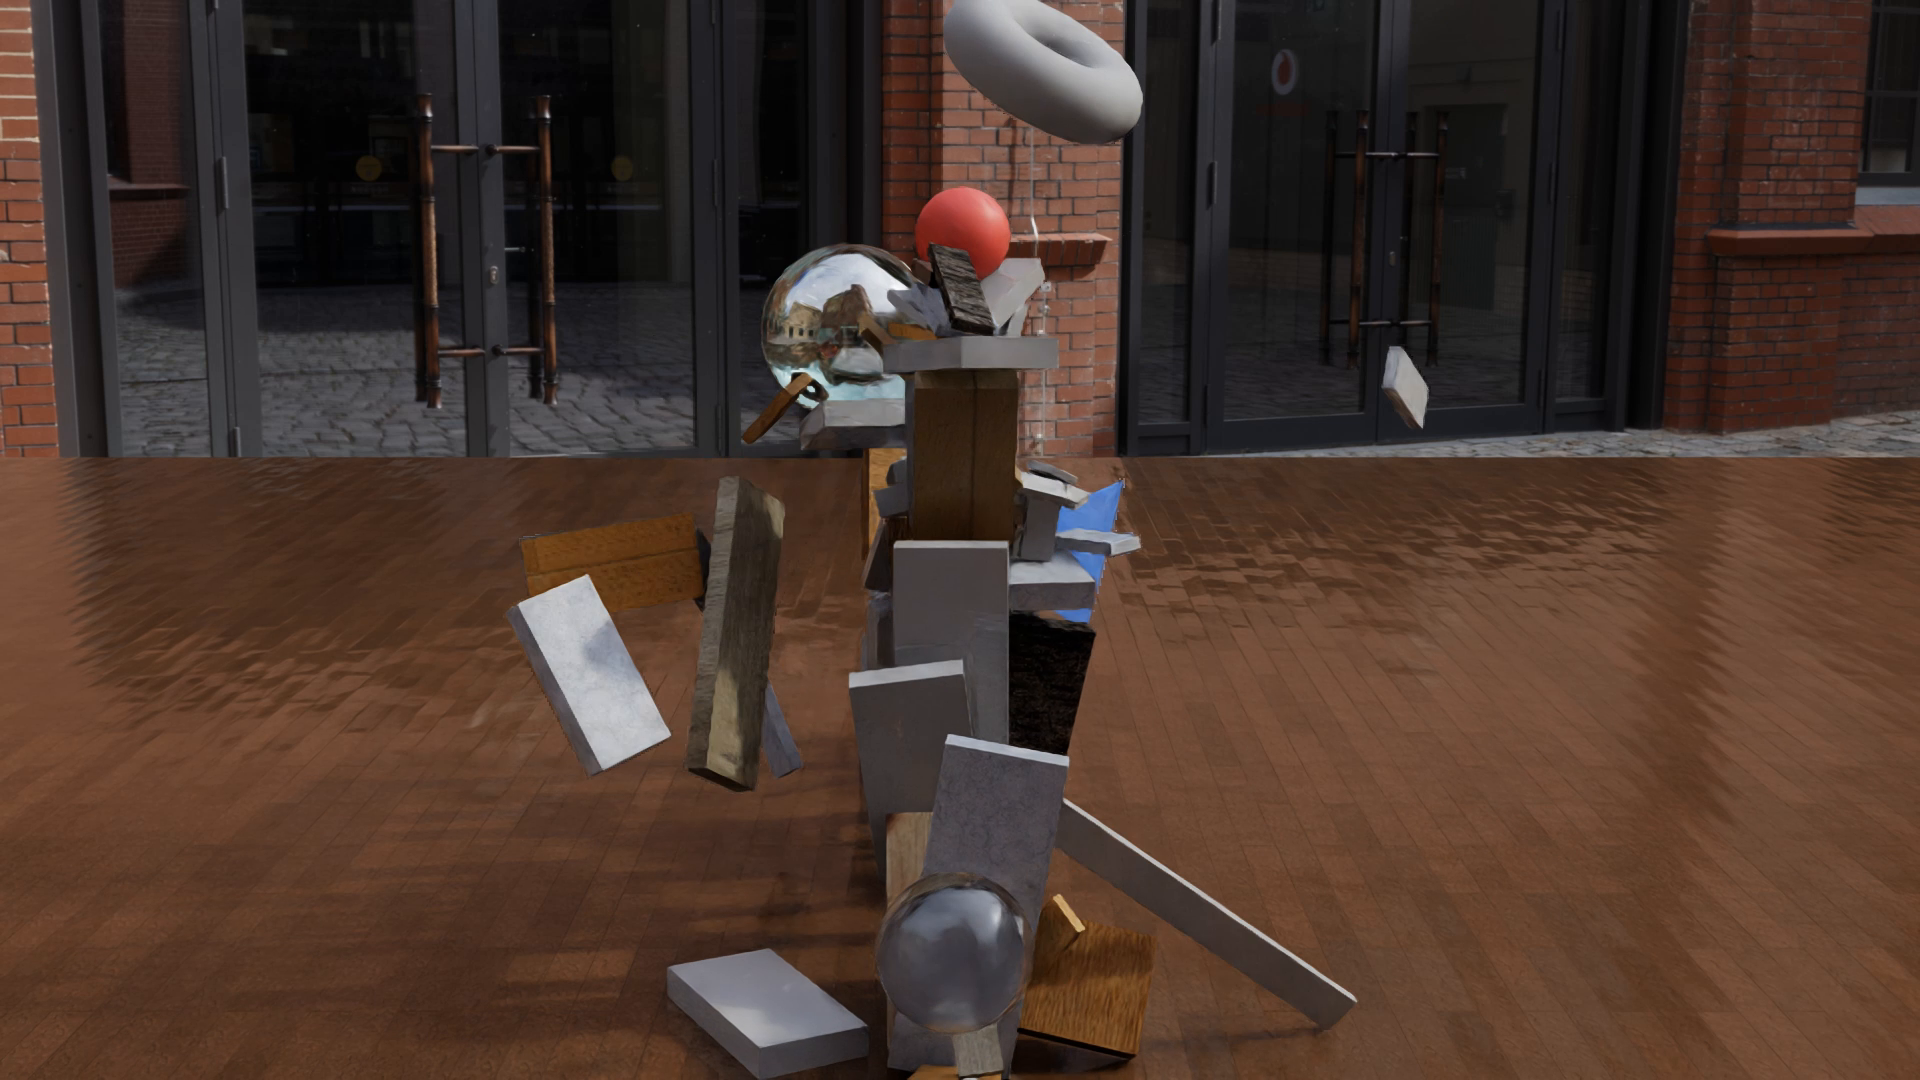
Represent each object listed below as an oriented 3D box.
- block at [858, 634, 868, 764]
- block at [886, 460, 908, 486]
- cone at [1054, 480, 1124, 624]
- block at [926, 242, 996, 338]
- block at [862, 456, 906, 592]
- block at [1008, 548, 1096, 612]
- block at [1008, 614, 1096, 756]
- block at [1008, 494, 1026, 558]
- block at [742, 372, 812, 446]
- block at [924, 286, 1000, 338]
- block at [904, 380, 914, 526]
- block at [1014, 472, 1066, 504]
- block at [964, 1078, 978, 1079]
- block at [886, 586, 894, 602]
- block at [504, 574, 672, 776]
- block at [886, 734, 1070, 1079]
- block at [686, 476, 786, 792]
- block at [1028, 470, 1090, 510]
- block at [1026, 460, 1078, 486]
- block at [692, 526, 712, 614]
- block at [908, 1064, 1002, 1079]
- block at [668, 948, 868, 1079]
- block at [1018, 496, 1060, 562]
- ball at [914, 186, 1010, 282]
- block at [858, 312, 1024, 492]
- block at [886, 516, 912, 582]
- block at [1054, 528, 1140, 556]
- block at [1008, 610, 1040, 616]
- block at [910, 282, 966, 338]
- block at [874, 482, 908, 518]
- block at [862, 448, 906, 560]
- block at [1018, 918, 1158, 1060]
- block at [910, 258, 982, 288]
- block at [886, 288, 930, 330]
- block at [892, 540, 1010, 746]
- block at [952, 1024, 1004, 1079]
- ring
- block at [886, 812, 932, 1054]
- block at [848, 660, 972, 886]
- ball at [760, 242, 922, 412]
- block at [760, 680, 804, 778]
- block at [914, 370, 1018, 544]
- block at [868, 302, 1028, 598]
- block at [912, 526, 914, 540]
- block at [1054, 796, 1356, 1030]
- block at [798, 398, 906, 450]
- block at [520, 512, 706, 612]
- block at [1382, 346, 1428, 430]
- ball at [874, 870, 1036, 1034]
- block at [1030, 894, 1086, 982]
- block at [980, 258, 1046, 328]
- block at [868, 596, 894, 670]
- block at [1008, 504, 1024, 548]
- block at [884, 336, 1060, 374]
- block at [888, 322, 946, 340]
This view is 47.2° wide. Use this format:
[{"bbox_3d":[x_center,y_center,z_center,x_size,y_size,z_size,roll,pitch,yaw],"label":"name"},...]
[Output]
[{"bbox_3d":[-0.133,0.320,4.402,0.129,0.258,0.037,3,7,9],"label":"block"},{"bbox_3d":[-0.041,-0.112,3.659,0.151,0.043,0.301,-14,-2,-4],"label":"block"},{"bbox_3d":[0.212,-0.011,3.948,0.254,0.254,0.254,40,3,-3],"label":"cone"},{"bbox_3d":[0.000,-0.355,3.111,0.058,0.017,0.227,11,31,-19],"label":"block"},{"bbox_3d":[-0.075,-0.019,3.979,0.137,0.274,0.039,10,35,-14],"label":"block"},{"bbox_3d":[0.090,0.031,3.593,0.162,0.046,0.325,-1,21,-16],"label":"block"},{"bbox_3d":[0.097,0.309,3.595,0.162,0.374,0.046,8,16,-16],"label":"block"},{"bbox_3d":[0.105,-0.027,3.535,0.053,0.106,0.015,-10,27,-36],"label":"block"},{"bbox_3d":[-0.270,-0.194,3.245,0.124,0.018,0.062,-44,1,39],"label":"block"},{"bbox_3d":[0.002,-0.323,3.131,0.076,0.022,0.152,11,20,-16],"label":"block"},{"bbox_3d":[-0.008,-0.127,3.275,0.144,0.288,0.041,-1,52,-1],"label":"block"},{"bbox_3d":[0.099,-0.088,3.444,0.133,0.014,0.048,13,31,-16],"label":"block"},{"bbox_3d":[-0.013,0.726,2.597,0.107,0.030,0.213,-5,30,-8],"label":"block"},{"bbox_3d":[-0.047,0.115,3.500,0.139,0.020,0.070,28,-9,-11],"label":"block"},{"bbox_3d":[-0.497,0.180,2.945,0.123,0.247,0.035,-25,-3,-45],"label":"block"},{"bbox_3d":[0.023,0.492,2.899,0.162,0.453,0.046,11,11,2],"label":"block"},{"bbox_3d":[-0.321,0.133,3.165,0.035,0.438,0.123,-7,-24,28],"label":"block"},{"bbox_3d":[0.148,-0.080,3.502,0.106,0.015,0.053,23,26,20],"label":"block"},{"bbox_3d":[0.147,-0.108,3.523,0.048,0.014,0.095,25,-1,-24],"label":"block"},{"bbox_3d":[-0.383,0.049,3.263,0.062,0.124,0.018,-41,25,-24],"label":"block"},{"bbox_3d":[-0.023,0.711,2.794,0.107,0.030,0.213,0,1,13],"label":"block"},{"bbox_3d":[-0.277,0.668,3.122,0.163,0.046,0.327,-5,12,-29],"label":"block"},{"bbox_3d":[0.127,-0.021,3.514,0.053,0.106,0.015,5,14,-15],"label":"block"},{"bbox_3d":[0.005,-0.602,4.347,0.190,0.190,0.190,0,11,0],"label":"ball"},{"bbox_3d":[-0.028,-0.207,3.335,0.016,0.362,0.058,-38,27,15],"label":"block"},{"bbox_3d":[-0.050,0.082,3.945,0.137,0.274,0.039,-6,16,0],"label":"block"},{"bbox_3d":[0.216,0.003,3.560,0.070,0.020,0.140,-13,15,-43],"label":"block"},{"bbox_3d":[0.047,0.172,3.743,0.162,0.325,0.046,0,14,-13],"label":"block"},{"bbox_3d":[-0.017,-0.332,3.207,0.076,0.022,0.152,9,25,-20],"label":"block"},{"bbox_3d":[-0.010,-0.078,3.604,0.151,0.043,0.417,-15,-2,13],"label":"block"},{"bbox_3d":[-0.101,-0.096,4.164,0.162,0.324,0.046,10,-35,-16],"label":"block"},{"bbox_3d":[0.095,0.590,3.012,0.327,0.163,0.046,14,-22,-3],"label":"block"},{"bbox_3d":[-0.022,-0.389,3.256,0.076,0.022,0.152,11,12,-14],"label":"block"},{"bbox_3d":[-0.055,-0.340,3.249,0.058,0.016,0.115,-1,28,-36],"label":"block"},{"bbox_3d":[-0.012,0.164,3.162,0.162,0.323,0.046,0,13,4],"label":"block"},{"bbox_3d":[0.019,0.637,2.853,0.059,0.118,0.017,-8,-30,-3],"label":"block"},{"bbox_3d":[0.147,-0.836,3.877,0.385,0.128,0.385,25,28,-14],"label":"ring"},{"bbox_3d":[-0.021,0.546,3.070,0.163,0.327,0.046,0,-20,-2],"label":"block"},{"bbox_3d":[-0.057,0.334,3.144,0.162,0.323,0.046,-7,23,1],"label":"block"},{"bbox_3d":[-0.188,-0.352,3.717,0.299,0.299,0.299,0,11,0],"label":"ball"},{"bbox_3d":[-0.342,0.343,3.997,0.024,0.173,0.086,-19,-7,-30],"label":"block"},{"bbox_3d":[0.006,-0.115,3.149,0.144,0.288,0.041,0,41,-2],"label":"block"},{"bbox_3d":[-0.023,-0.179,4.422,0.162,0.647,0.046,12,-5,38],"label":"block"},{"bbox_3d":[-0.006,0.013,3.296,0.133,0.038,0.265,0,11,0],"label":"block"},{"bbox_3d":[0.313,0.506,3.012,0.591,0.059,0.017,36,16,-19],"label":"block"},{"bbox_3d":[-0.090,-0.185,3.481,0.301,0.043,0.151,-3,-11,-19],"label":"block"},{"bbox_3d":[-0.502,0.041,3.185,0.247,0.123,0.035,-10,3,-13],"label":"block"},{"bbox_3d":[0.602,-0.205,2.972,0.018,0.062,0.124,2,-23,31],"label":"block"},{"bbox_3d":[-0.006,0.512,2.732,0.199,0.199,0.199,0,11,0],"label":"ball"},{"bbox_3d":[0.115,0.533,2.942,0.017,0.117,0.058,-12,56,-48],"label":"block"},{"bbox_3d":[0.017,-0.455,4.343,0.162,0.046,0.324,8,41,34],"label":"block"},{"bbox_3d":[-0.106,0.273,4.205,0.137,0.437,0.039,-18,43,-22],"label":"block"},{"bbox_3d":[0.075,-0.015,3.498,0.014,0.048,0.095,7,-29,-22],"label":"block"},{"bbox_3d":[0.012,-0.257,3.082,0.144,0.041,0.288,-1,3,-23],"label":"block"},{"bbox_3d":[-0.047,-0.303,3.230,0.058,0.016,0.115,-2,13,-39],"label":"block"}]
